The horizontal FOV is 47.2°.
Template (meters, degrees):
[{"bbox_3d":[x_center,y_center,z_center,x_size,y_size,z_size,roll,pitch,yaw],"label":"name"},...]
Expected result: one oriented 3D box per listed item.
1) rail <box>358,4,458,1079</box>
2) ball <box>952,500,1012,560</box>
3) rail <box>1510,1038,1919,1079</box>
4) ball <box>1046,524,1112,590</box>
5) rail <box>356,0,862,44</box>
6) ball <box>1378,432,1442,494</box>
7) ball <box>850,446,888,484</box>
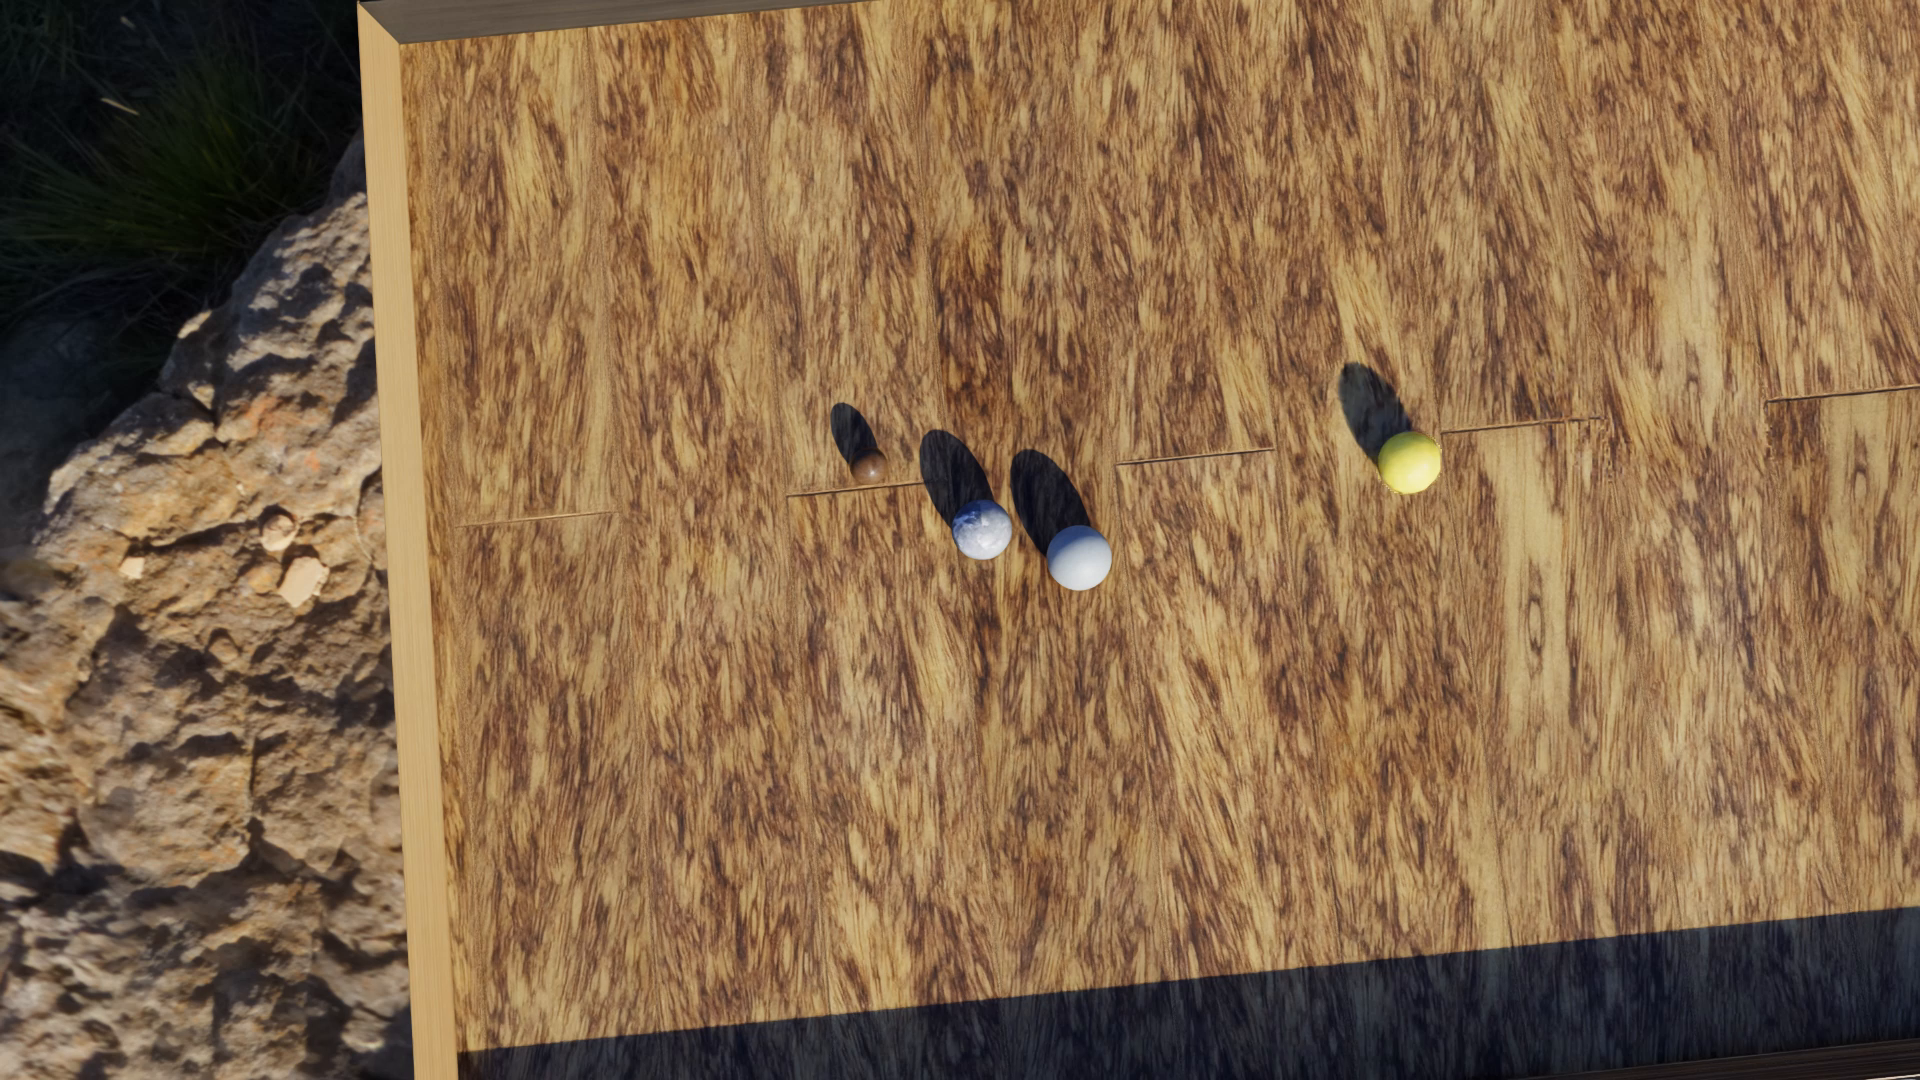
[{"bbox_3d":[-0.804,0.074,3.241,0.045,0.127,1.798,-6,80,-1],"label":"rail"},{"bbox_3d":[0.033,-0.015,3.275,0.091,0.091,0.091,0,80,0],"label":"ball"},{"bbox_3d":[0.913,0.774,3.118,3.325,0.127,0.045,-6,80,-1],"label":"rail"},{"bbox_3d":[0.177,0.026,3.265,0.097,0.097,0.097,0,80,0],"label":"ball"},{"bbox_3d":[0.742,-0.942,3.419,3.325,0.127,0.045,-6,80,-1],"label":"rail"},{"bbox_3d":[0.673,-0.117,3.292,0.093,0.093,0.093,0,80,0],"label":"ball"},{"bbox_3d":[-0.138,-0.112,3.309,0.058,0.058,0.058,0,80,0],"label":"ball"}]
